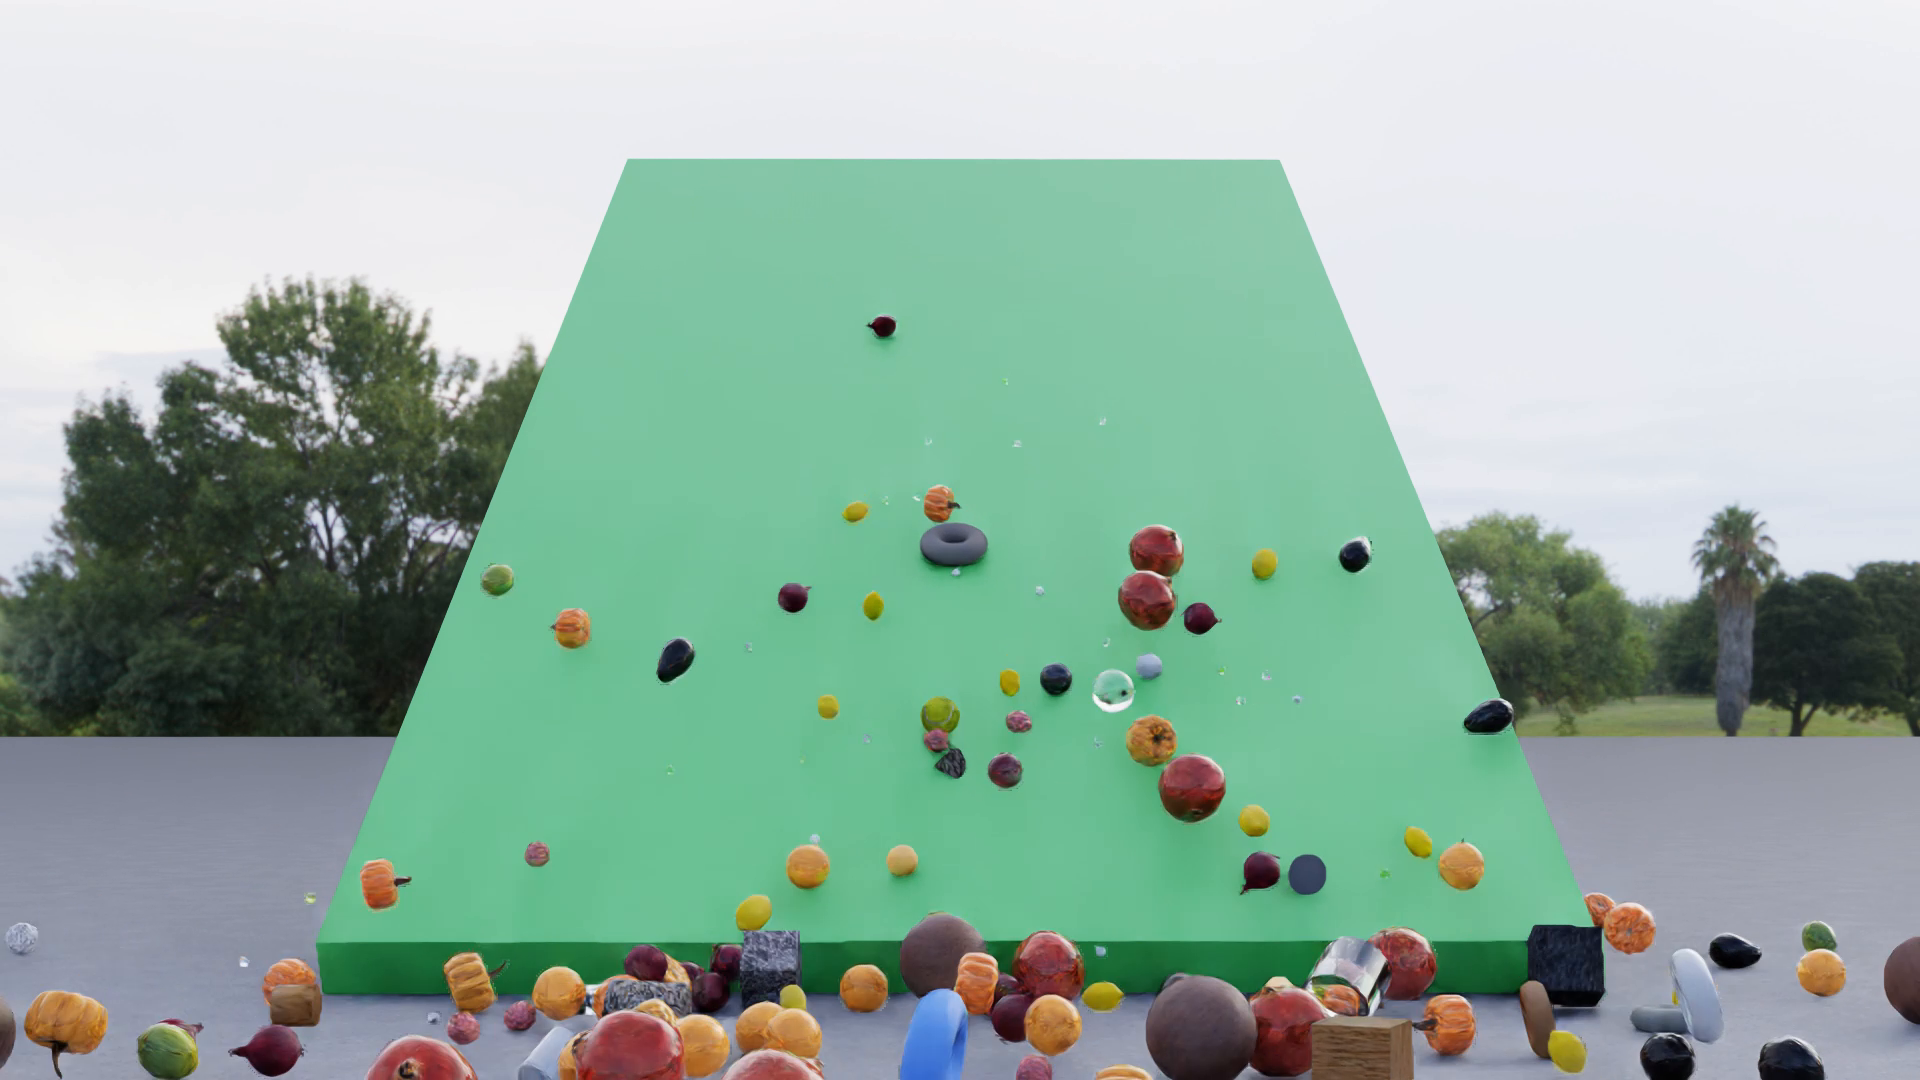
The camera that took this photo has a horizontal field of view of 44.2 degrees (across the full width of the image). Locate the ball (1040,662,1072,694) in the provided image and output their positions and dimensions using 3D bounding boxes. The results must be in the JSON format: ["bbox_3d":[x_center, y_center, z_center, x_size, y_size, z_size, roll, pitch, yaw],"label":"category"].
[{"bbox_3d":[0.176,0.255,4.353,0.060,0.060,0.060,0,-5,0],"label":"ball"}]

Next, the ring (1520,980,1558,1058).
[{"bbox_3d":[0.733,0.607,2.995,0.033,0.098,0.098,-12,-6,6],"label":"ring"}]

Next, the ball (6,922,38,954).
[{"bbox_3d":[-1.739,0.739,4.388,0.057,0.057,0.057,0,-5,0],"label":"ball"}]

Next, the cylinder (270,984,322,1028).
[{"bbox_3d":[-0.893,0.626,3.181,0.054,0.054,0.054,-6,-5,0],"label":"cylinder"}]

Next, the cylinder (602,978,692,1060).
[{"bbox_3d":[-0.387,0.593,2.926,0.093,0.093,0.093,4,-4,5],"label":"cylinder"}]

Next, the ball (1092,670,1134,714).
[{"bbox_3d":[0.263,0.260,4.071,0.075,0.075,0.075,0,-5,0],"label":"ball"}]

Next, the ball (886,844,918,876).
[{"bbox_3d":[-0.094,0.520,3.833,0.051,0.051,0.051,0,-5,0],"label":"ball"}]

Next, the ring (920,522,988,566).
[{"bbox_3d":[-0.013,0.008,4.859,0.139,0.046,0.139,-1,28,0],"label":"ring"}]

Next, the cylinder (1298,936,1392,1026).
[{"bbox_3d":[0.501,0.582,3.076,0.096,0.096,0.096,-3,20,29],"label":"cylinder"}]

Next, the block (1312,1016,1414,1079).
[{"bbox_3d":[0.448,0.581,2.634,0.090,0.090,0.090,-2,-5,26],"label":"block"}]

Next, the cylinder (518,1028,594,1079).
[{"bbox_3d":[-0.448,0.583,2.622,0.060,0.060,0.060,-3,32,36],"label":"cylinder"}]

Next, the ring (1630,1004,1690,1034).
[{"bbox_3d":[0.977,0.662,3.270,0.097,0.032,0.097,-1,-5,0],"label":"ring"}]

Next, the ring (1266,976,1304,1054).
[{"bbox_3d":[0.416,0.609,3.030,0.034,0.101,0.101,-14,-8,14],"label":"ring"}]

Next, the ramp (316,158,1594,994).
[{"bbox_3d":[-0.010,-0.227,5.491,2.000,0.100,4.000,0,27,0],"label":"ramp"}]

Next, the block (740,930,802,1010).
[{"bbox_3d":[-0.280,0.639,3.509,0.082,0.082,0.082,0,36,2],"label":"block"}]

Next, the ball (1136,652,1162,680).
[{"bbox_3d":[0.351,0.236,4.403,0.051,0.051,0.051,0,-5,0],"label":"ball"}]

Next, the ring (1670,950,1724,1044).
[{"bbox_3d":[0.854,0.529,2.743,0.037,0.111,0.111,-16,-7,7],"label":"ring"}]

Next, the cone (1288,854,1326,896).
[{"bbox_3d":[0.548,0.537,3.826,0.067,0.067,0.067,1,-1,-16],"label":"cone"}]

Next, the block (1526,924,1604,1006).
[{"bbox_3d":[0.895,0.630,3.498,0.097,0.097,0.097,1,-24,7],"label":"block"}]

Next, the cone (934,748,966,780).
[{"bbox_3d":[-0.028,0.391,4.120,0.053,0.053,0.053,-9,-9,42],"label":"cone"}]

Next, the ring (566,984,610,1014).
[{"bbox_3d":[-0.526,0.677,3.486,0.108,0.036,0.108,-2,-2,0],"label":"ring"}]
